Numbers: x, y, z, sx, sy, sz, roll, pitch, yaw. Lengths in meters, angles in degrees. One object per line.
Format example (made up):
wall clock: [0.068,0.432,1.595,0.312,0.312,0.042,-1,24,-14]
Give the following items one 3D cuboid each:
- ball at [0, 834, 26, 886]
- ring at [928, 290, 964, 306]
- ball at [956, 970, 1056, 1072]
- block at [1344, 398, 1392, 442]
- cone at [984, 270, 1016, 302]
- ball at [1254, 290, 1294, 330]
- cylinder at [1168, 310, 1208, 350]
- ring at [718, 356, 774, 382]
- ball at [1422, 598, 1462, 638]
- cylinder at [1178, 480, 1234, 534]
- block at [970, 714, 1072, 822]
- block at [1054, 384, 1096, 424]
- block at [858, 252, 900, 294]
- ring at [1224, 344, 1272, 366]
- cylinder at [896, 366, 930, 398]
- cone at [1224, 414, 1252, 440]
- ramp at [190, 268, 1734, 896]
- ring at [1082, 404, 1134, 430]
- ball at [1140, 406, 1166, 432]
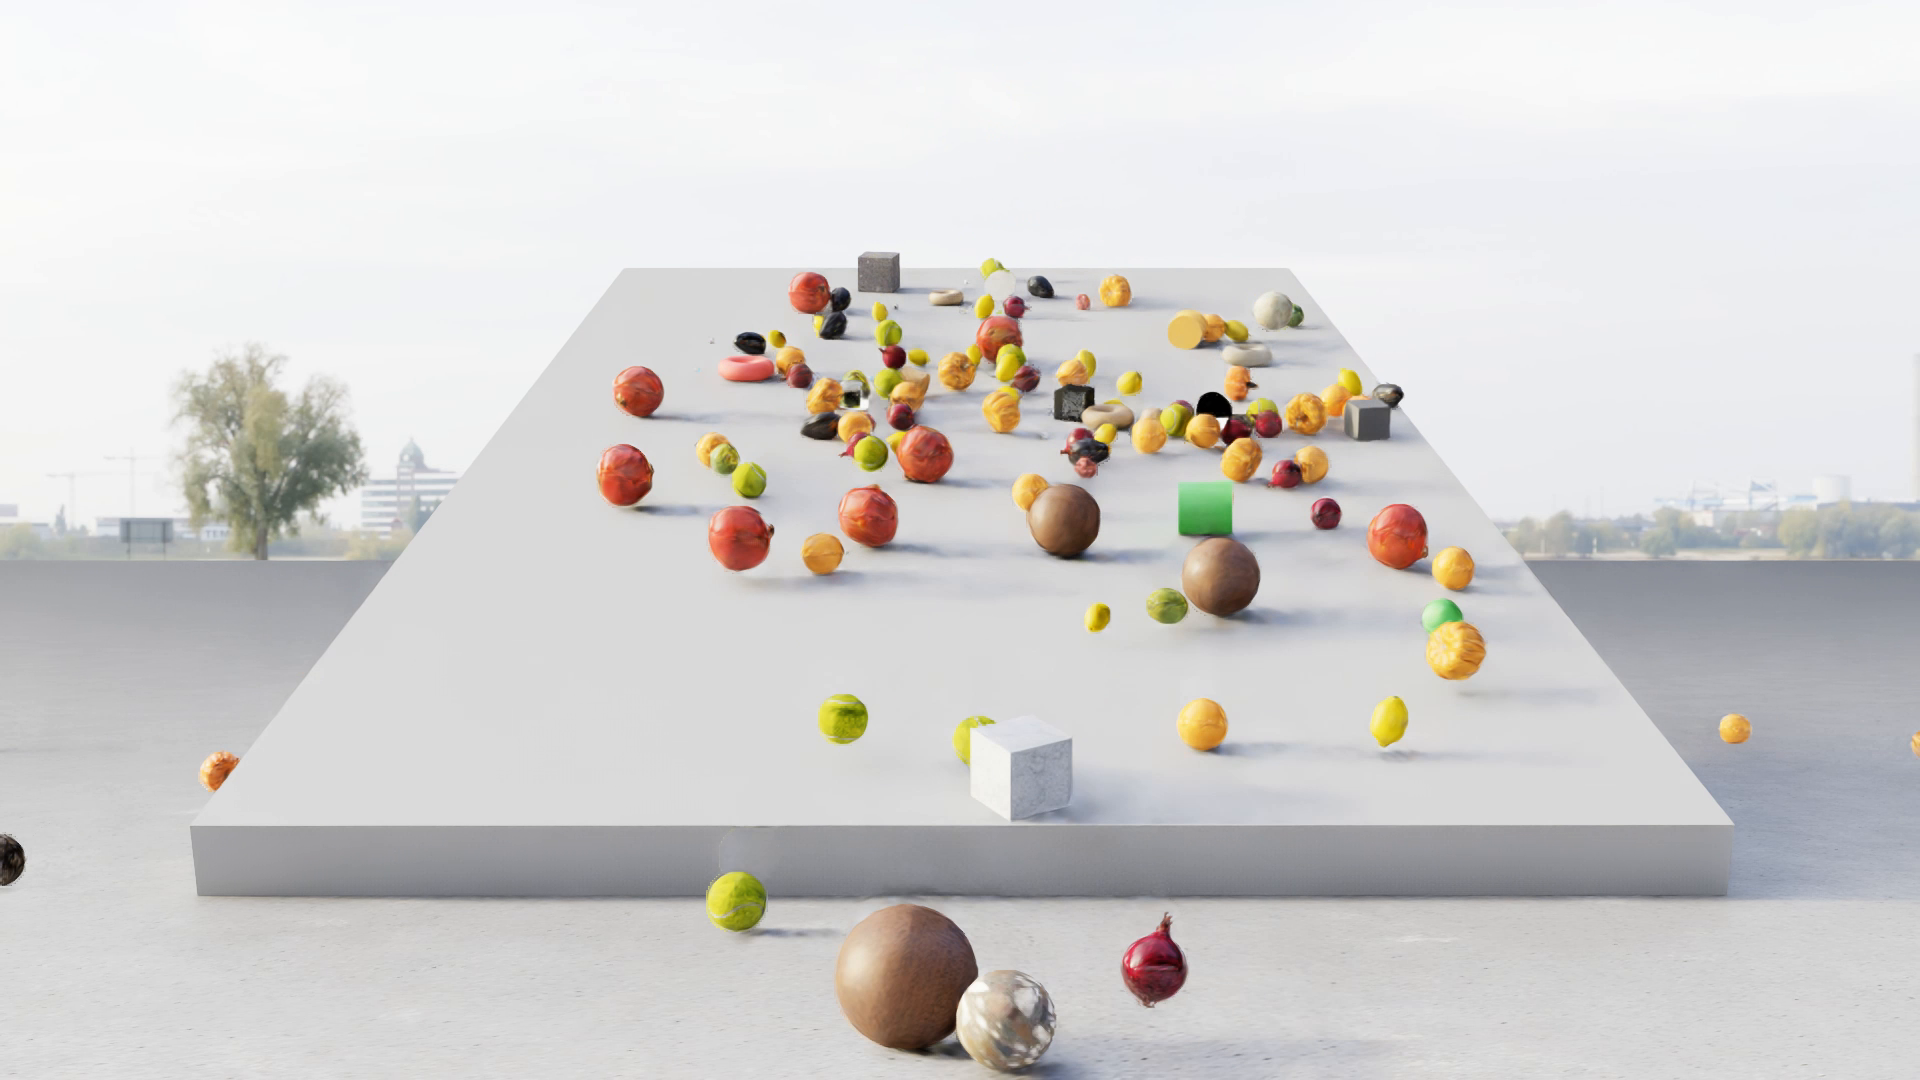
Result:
ball: [-1.292,0.430,2.987,0.070,0.070,0.070,0,0,0]
ring: [-0.038,-0.673,6.177,0.098,0.033,0.098,-1,17,0]
ball: [0.040,0.415,1.925,0.086,0.086,0.086,0,0,0]
block: [0.874,-0.257,4.774,0.073,0.073,0.073,-4,18,-12]
cone: [0.124,-0.702,6.256,0.089,0.089,0.089,0,-10,17]
ball: [0.803,-0.588,5.699,0.100,0.100,0.100,0,0,0]
cylinder: [0.576,-0.533,5.638,0.087,0.087,0.087,0,17,16]
ring: [-0.509,-0.409,5.306,0.135,0.045,0.135,1,17,0]
ball: [0.771,0.125,3.561,0.063,0.063,0.063,0,0,0]
cylinder: [0.450,-0.060,4.090,0.098,0.098,0.098,0,0,4]
block: [0.081,0.300,2.942,0.096,0.096,0.096,-10,20,-30]
block: [0.254,-0.302,4.926,0.067,0.067,0.067,9,20,28]
block: [-0.231,-0.765,6.355,0.100,0.100,0.100,3,18,11]
ring: [0.706,-0.454,5.462,0.122,0.041,0.122,1,17,0]
cylinder: [-0.107,-0.364,5.117,0.058,0.058,0.058,22,6,17]
cone: [0.605,-0.237,4.786,0.059,0.059,0.059,0,-11,20]
ramp: [-0.003,-0.177,4.806,2.000,0.100,4.000,0,17,0]
ring: [0.325,-0.270,4.872,0.115,0.038,0.115,-1,18,0]
ball: [0.417,-0.261,4.817,0.054,0.054,0.054,0,0,0]
